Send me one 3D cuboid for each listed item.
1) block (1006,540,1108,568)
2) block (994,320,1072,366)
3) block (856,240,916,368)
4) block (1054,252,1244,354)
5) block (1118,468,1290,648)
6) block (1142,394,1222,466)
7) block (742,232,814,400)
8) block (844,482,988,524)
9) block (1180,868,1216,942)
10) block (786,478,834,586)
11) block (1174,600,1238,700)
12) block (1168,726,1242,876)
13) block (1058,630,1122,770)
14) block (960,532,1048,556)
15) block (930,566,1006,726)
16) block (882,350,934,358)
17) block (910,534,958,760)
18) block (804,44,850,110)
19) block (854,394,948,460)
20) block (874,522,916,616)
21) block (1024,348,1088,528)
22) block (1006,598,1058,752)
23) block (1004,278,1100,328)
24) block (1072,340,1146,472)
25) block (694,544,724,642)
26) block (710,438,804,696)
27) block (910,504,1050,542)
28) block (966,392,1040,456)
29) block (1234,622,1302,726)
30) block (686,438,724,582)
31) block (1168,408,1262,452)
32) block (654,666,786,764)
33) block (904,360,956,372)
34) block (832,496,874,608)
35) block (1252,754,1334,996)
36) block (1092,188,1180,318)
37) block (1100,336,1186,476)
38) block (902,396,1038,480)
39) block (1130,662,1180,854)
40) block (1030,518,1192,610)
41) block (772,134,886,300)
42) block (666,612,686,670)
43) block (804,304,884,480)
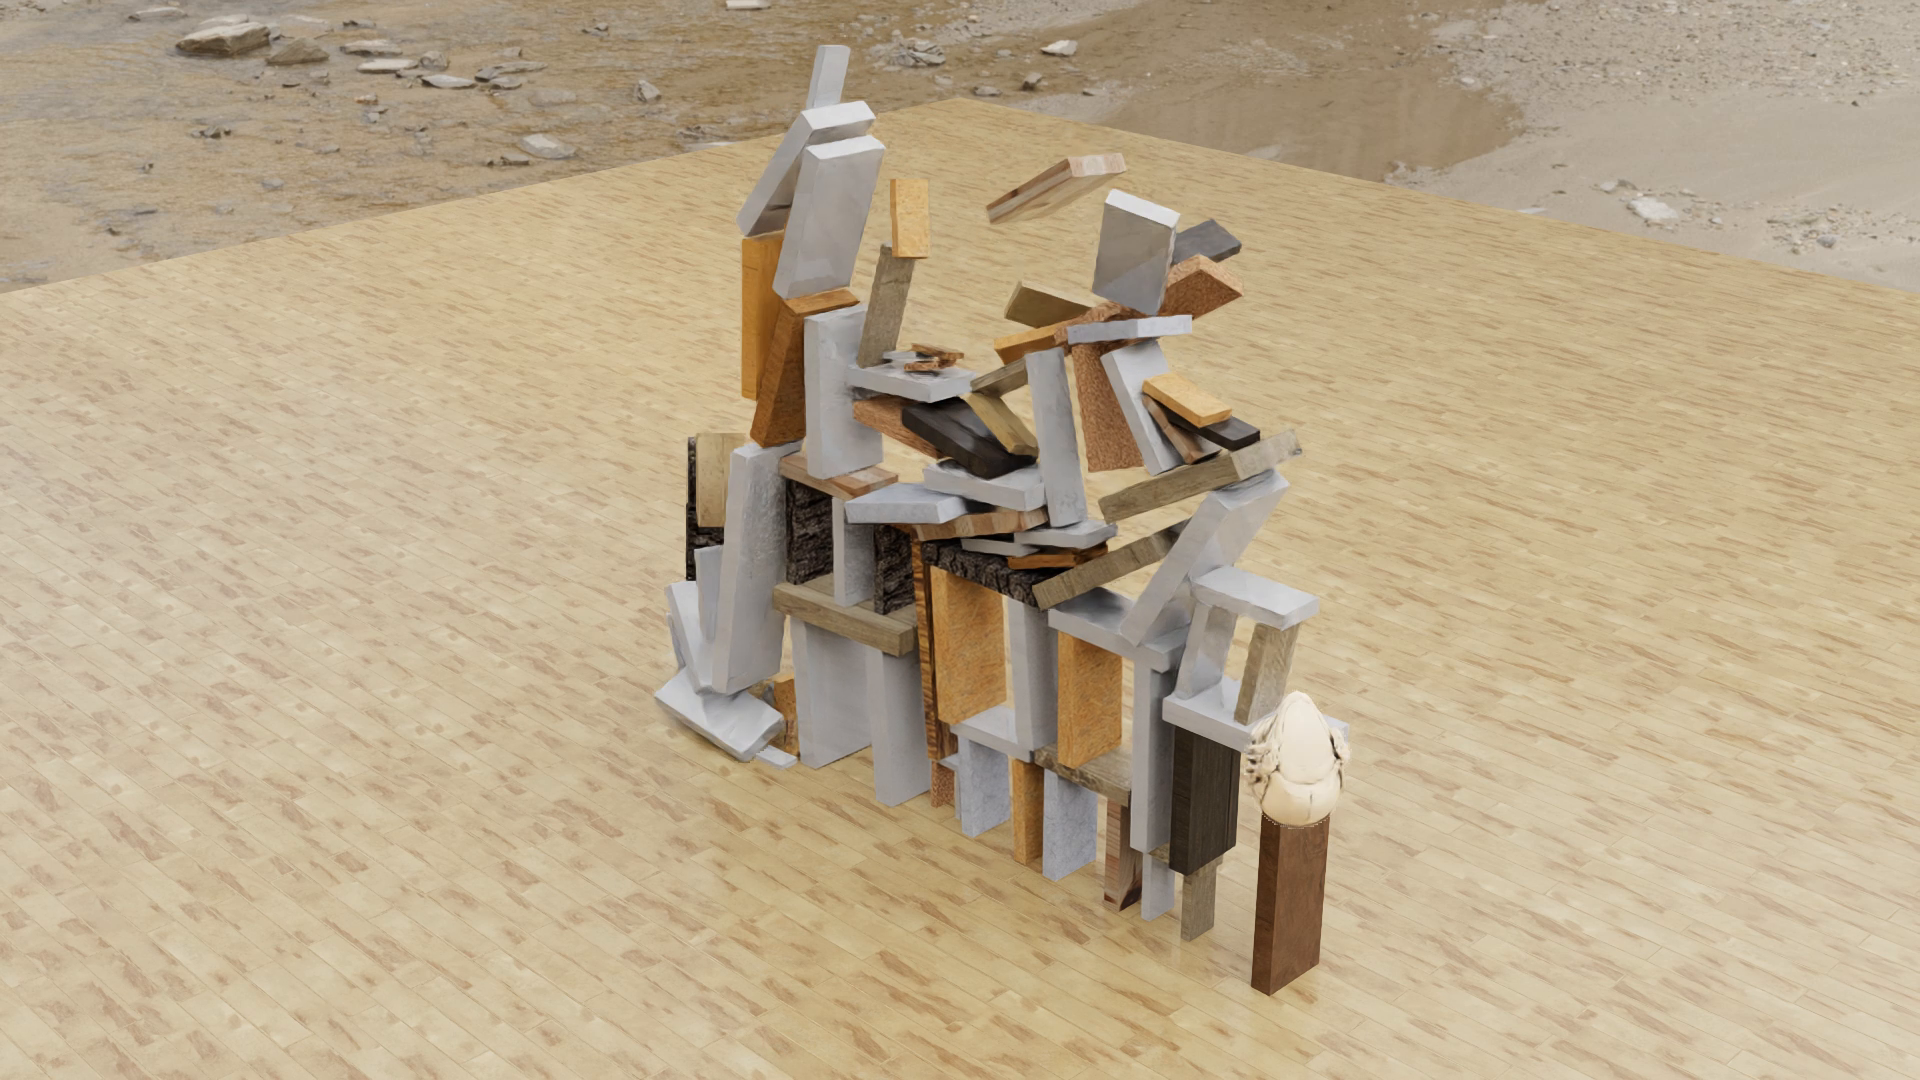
[{"bbox_3d":[0.178,0.026,4.035,0.088,0.025,0.176,-21,13,-40],"label":"block"},{"bbox_3d":[0.203,-0.375,4.074,0.269,0.080,0.023,-13,61,16],"label":"block"},{"bbox_3d":[-0.139,-0.452,4.204,0.072,0.277,0.020,-14,46,-32],"label":"block"},{"bbox_3d":[0.337,-0.409,3.954,0.337,0.034,0.121,-25,-34,37],"label":"block"},{"bbox_3d":[0.417,0.031,3.778,0.166,0.365,0.047,-21,62,-41],"label":"block"},{"bbox_3d":[0.377,-0.196,3.734,0.072,0.020,0.143,-21,69,-39],"label":"block"},{"bbox_3d":[-0.363,-0.451,4.410,0.045,0.319,0.160,18,25,39],"label":"block"},{"bbox_3d":[-0.080,-0.072,4.202,0.139,0.039,0.277,-23,16,-38],"label":"block"},{"bbox_3d":[0.437,0.658,4.027,0.020,0.143,0.072,21,31,41],"label":"block"},{"bbox_3d":[-0.303,-0.032,4.516,0.116,0.231,0.033,-20,33,-40],"label":"block"},{"bbox_3d":[0.434,0.177,3.824,0.028,0.198,0.099,33,38,33],"label":"block"},{"bbox_3d":[0.440,0.441,3.931,0.041,0.290,0.145,20,30,39],"label":"block"},{"bbox_3d":[0.242,0.276,4.075,0.135,0.269,0.038,-21,29,-40],"label":"block"},{"bbox_3d":[0.091,0.000,4.111,0.088,0.025,0.176,-20,16,-35],"label":"block"},{"bbox_3d":[0.019,0.185,4.287,0.149,0.322,0.042,-21,27,-41],"label":"block"},{"bbox_3d":[-0.100,-0.357,4.235,0.047,0.013,0.095,-6,8,-42],"label":"block"},{"bbox_3d":[-0.037,0.204,4.374,0.027,0.469,0.096,12,23,43],"label":"block"},{"bbox_3d":[-0.253,-0.868,4.177,0.020,0.144,0.072,27,25,31],"label":"block"},{"bbox_3d":[-0.078,-0.226,4.239,0.123,0.035,0.247,-21,34,-36],"label":"block"},{"bbox_3d":[-0.129,0.046,4.385,0.027,0.192,0.096,21,31,39],"label":"block"},{"bbox_3d":[0.175,-0.185,3.963,0.075,0.316,0.021,-16,11,-39],"label":"block"},{"bbox_3d":[0.165,0.232,4.148,0.149,0.299,0.042,-21,25,-40],"label":"block"},{"bbox_3d":[0.170,-0.426,4.082,0.159,0.080,0.023,15,40,-17],"label":"block"},{"bbox_3d":[0.263,-0.236,3.882,0.112,0.223,0.032,-8,0,-39],"label":"block"},{"bbox_3d":[-0.506,0.110,4.673,0.099,0.198,0.028,-12,18,-30],"label":"block"},{"bbox_3d":[-0.423,0.053,4.565,0.045,0.558,0.160,27,33,33],"label":"block"},{"bbox_3d":[0.059,-0.045,4.128,0.139,0.039,0.322,-22,10,-38],"label":"block"},{"bbox_3d":[0.082,-0.213,4.050,0.075,0.021,0.150,4,38,-47],"label":"block"},{"bbox_3d":[0.524,0.212,3.739,0.028,0.198,0.099,31,37,34],"label":"block"},{"bbox_3d":[-0.547,-0.033,4.816,0.099,0.430,0.028,-4,33,-14],"label":"block"},{"bbox_3d":[0.425,-0.193,3.682,0.072,0.020,0.143,-21,39,-39],"label":"block"},{"bbox_3d":[-0.518,0.366,4.737,0.279,0.036,0.127,29,58,33],"label":"block"},{"bbox_3d":[-0.058,-0.334,4.199,0.095,0.013,0.047,1,13,45],"label":"block"},{"bbox_3d":[-0.200,0.009,4.419,0.116,0.231,0.033,-20,29,-40],"label":"block"},{"bbox_3d":[0.581,0.569,3.840,0.041,0.453,0.145,21,31,41],"label":"block"},{"bbox_3d":[0.297,-0.485,3.734,0.121,0.242,0.034,22,60,11],"label":"block"},{"bbox_3d":[0.332,-0.229,3.773,0.112,0.223,0.032,-21,-4,-38],"label":"block"},{"bbox_3d":[0.017,-0.196,4.113,0.123,0.035,0.247,-20,40,-36],"label":"block"},{"bbox_3d":[0.370,0.374,3.981,0.038,0.375,0.135,20,30,41],"label":"block"},{"bbox_3d":[0.293,0.037,3.917,0.166,0.047,0.331,-21,-3,-40],"label":"block"},{"bbox_3d":[-0.253,-0.617,4.223,0.160,0.319,0.045,-19,51,-38],"label":"block"},{"bbox_3d":[-0.608,0.236,4.991,0.084,0.167,0.024,-21,14,-41],"label":"block"},{"bbox_3d":[-0.229,-0.293,4.335,0.160,0.320,0.045,-18,27,-40],"label":"block"}]
